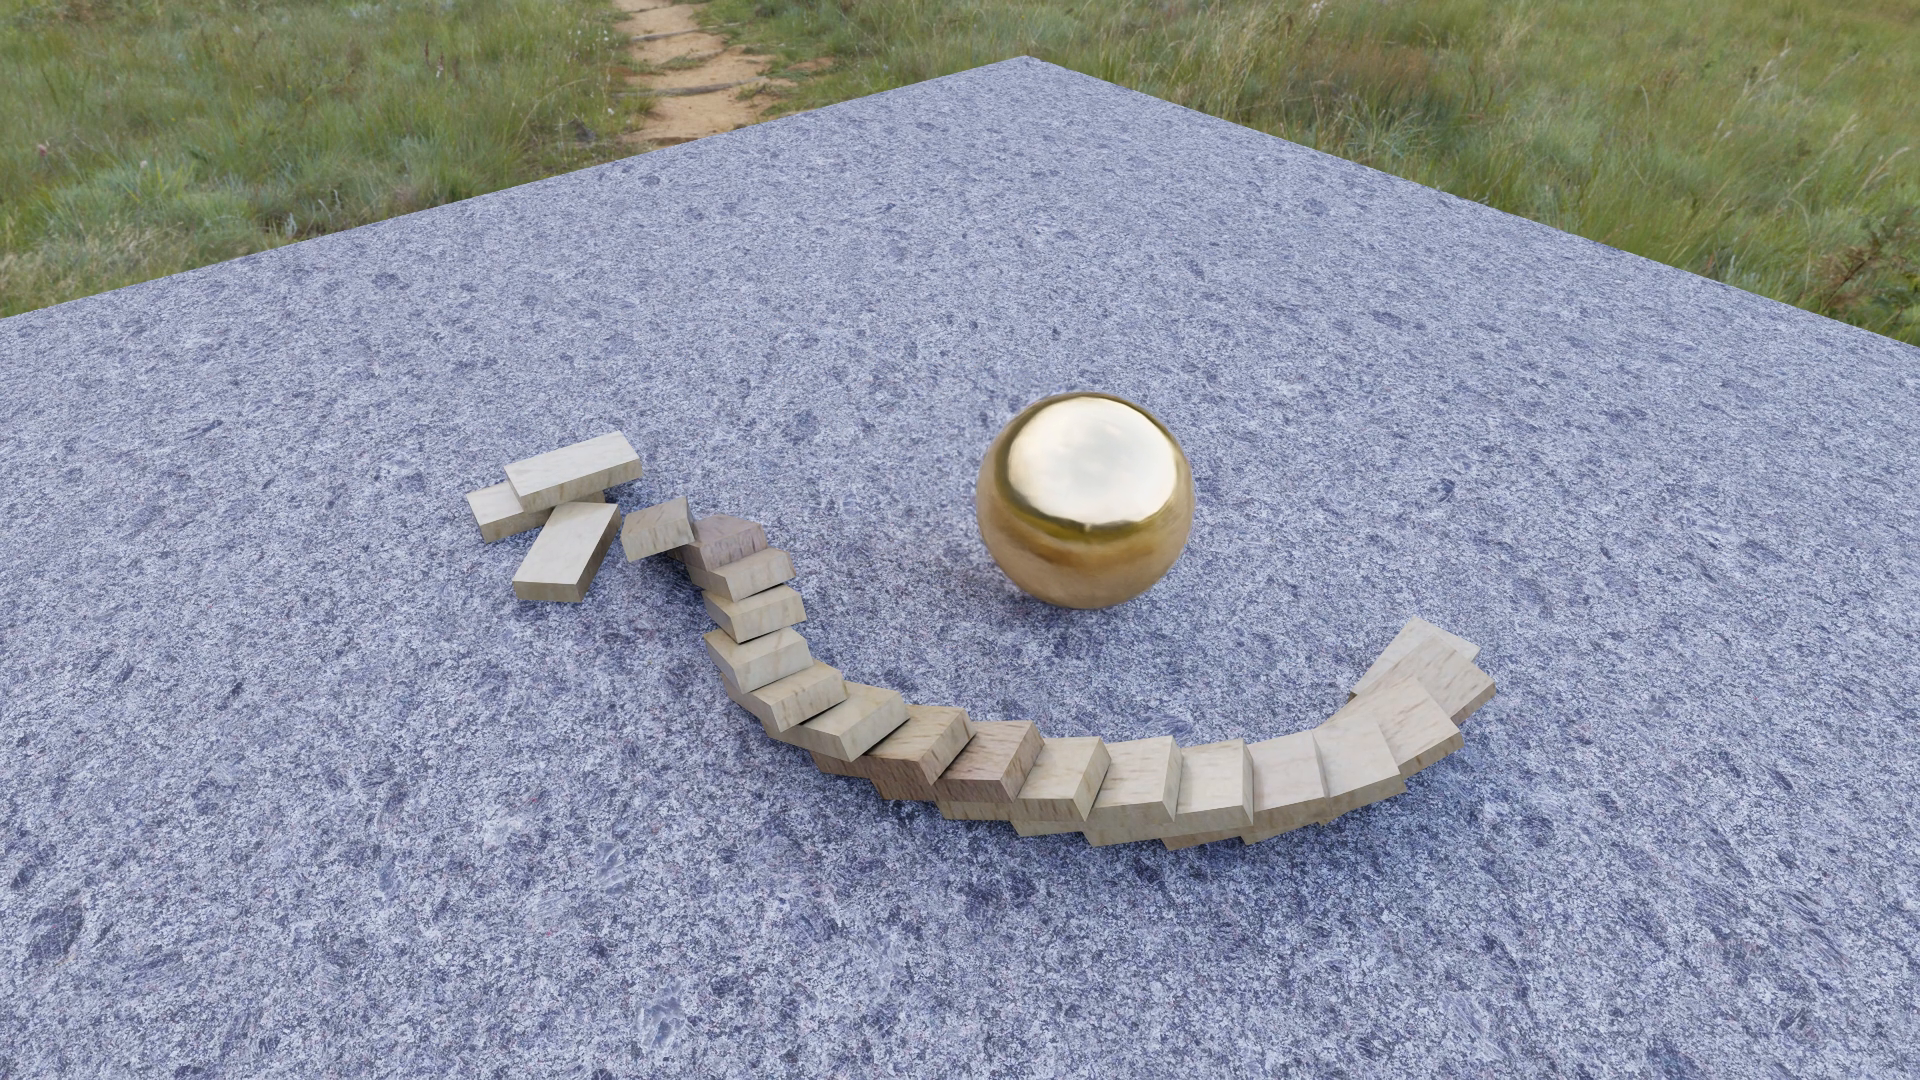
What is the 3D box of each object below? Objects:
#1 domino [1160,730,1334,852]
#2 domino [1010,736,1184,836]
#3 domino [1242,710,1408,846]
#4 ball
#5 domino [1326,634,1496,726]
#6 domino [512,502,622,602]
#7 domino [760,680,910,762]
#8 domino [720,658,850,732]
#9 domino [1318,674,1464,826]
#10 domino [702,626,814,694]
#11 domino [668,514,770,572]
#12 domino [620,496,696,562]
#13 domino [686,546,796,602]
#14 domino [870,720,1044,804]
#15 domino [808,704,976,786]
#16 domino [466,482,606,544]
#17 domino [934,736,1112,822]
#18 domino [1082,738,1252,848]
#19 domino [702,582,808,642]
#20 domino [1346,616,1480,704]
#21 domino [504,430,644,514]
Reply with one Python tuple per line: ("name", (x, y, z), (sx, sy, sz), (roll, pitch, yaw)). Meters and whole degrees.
("domino", (0.085, 0.076, 0.333), (0.050, 0.010, 0.025), (-19, 35, 21))
("domino", (0.041, 0.075, 0.334), (0.050, 0.010, 0.025), (-14, 32, 28))
("domino", (0.107, 0.073, 0.337), (0.050, 0.010, 0.025), (-24, 37, 15))
("ball", (0.045, -0.015, 0.406), (0.080, 0.080, 0.080), (0, 39, 0))
("domino", (0.145, 0.056, 0.358), (0.050, 0.010, 0.025), (-39, 47, -2))
("domino", (-0.156, 0.004, 0.439), (0.025, 0.010, 0.050), (3, 39, 4))
("domino", (-0.042, 0.057, 0.356), (0.025, 0.009, 0.050), (-33, 21, -34))
("domino", (-0.059, 0.048, 0.366), (0.025, 0.009, 0.050), (-24, 17, -26))
("domino", (0.128, 0.066, 0.345), (0.050, 0.010, 0.025), (-32, 42, 6))
("domino", (-0.070, 0.038, 0.379), (0.025, 0.010, 0.050), (-21, 16, -20))
("domino", (-0.095, 0.000, 0.425), (0.025, 0.009, 0.050), (-23, 17, -26))
("domino", (-0.118, -0.005, 0.430), (0.025, 0.009, 0.050), (-18, 15, -10))
("domino", (-0.083, 0.011, 0.413), (0.025, 0.009, 0.050), (-23, 17, -26))
("domino", (-0.001, 0.069, 0.342), (0.050, 0.009, 0.025), (-8, 30, 36))
("domino", (-0.022, 0.064, 0.348), (0.050, 0.010, 0.025), (-5, 29, 42))
("domino", (-0.179, -0.017, 0.464), (0.050, 0.009, 0.025), (-22, 44, -24))
("domino", (0.019, 0.073, 0.337), (0.050, 0.009, 0.025), (-9, 31, 35))
("domino", (0.062, 0.077, 0.333), (0.050, 0.009, 0.025), (-16, 33, 25))
("domino", (-0.075, 0.023, 0.397), (0.025, 0.009, 0.050), (-18, 15, -21))
("domino", (0.159, 0.048, 0.384), (0.025, 0.010, 0.050), (29, 48, 31))
("domino", (-0.163, -0.029, 0.464), (0.050, 0.009, 0.025), (-22, 44, -25))
